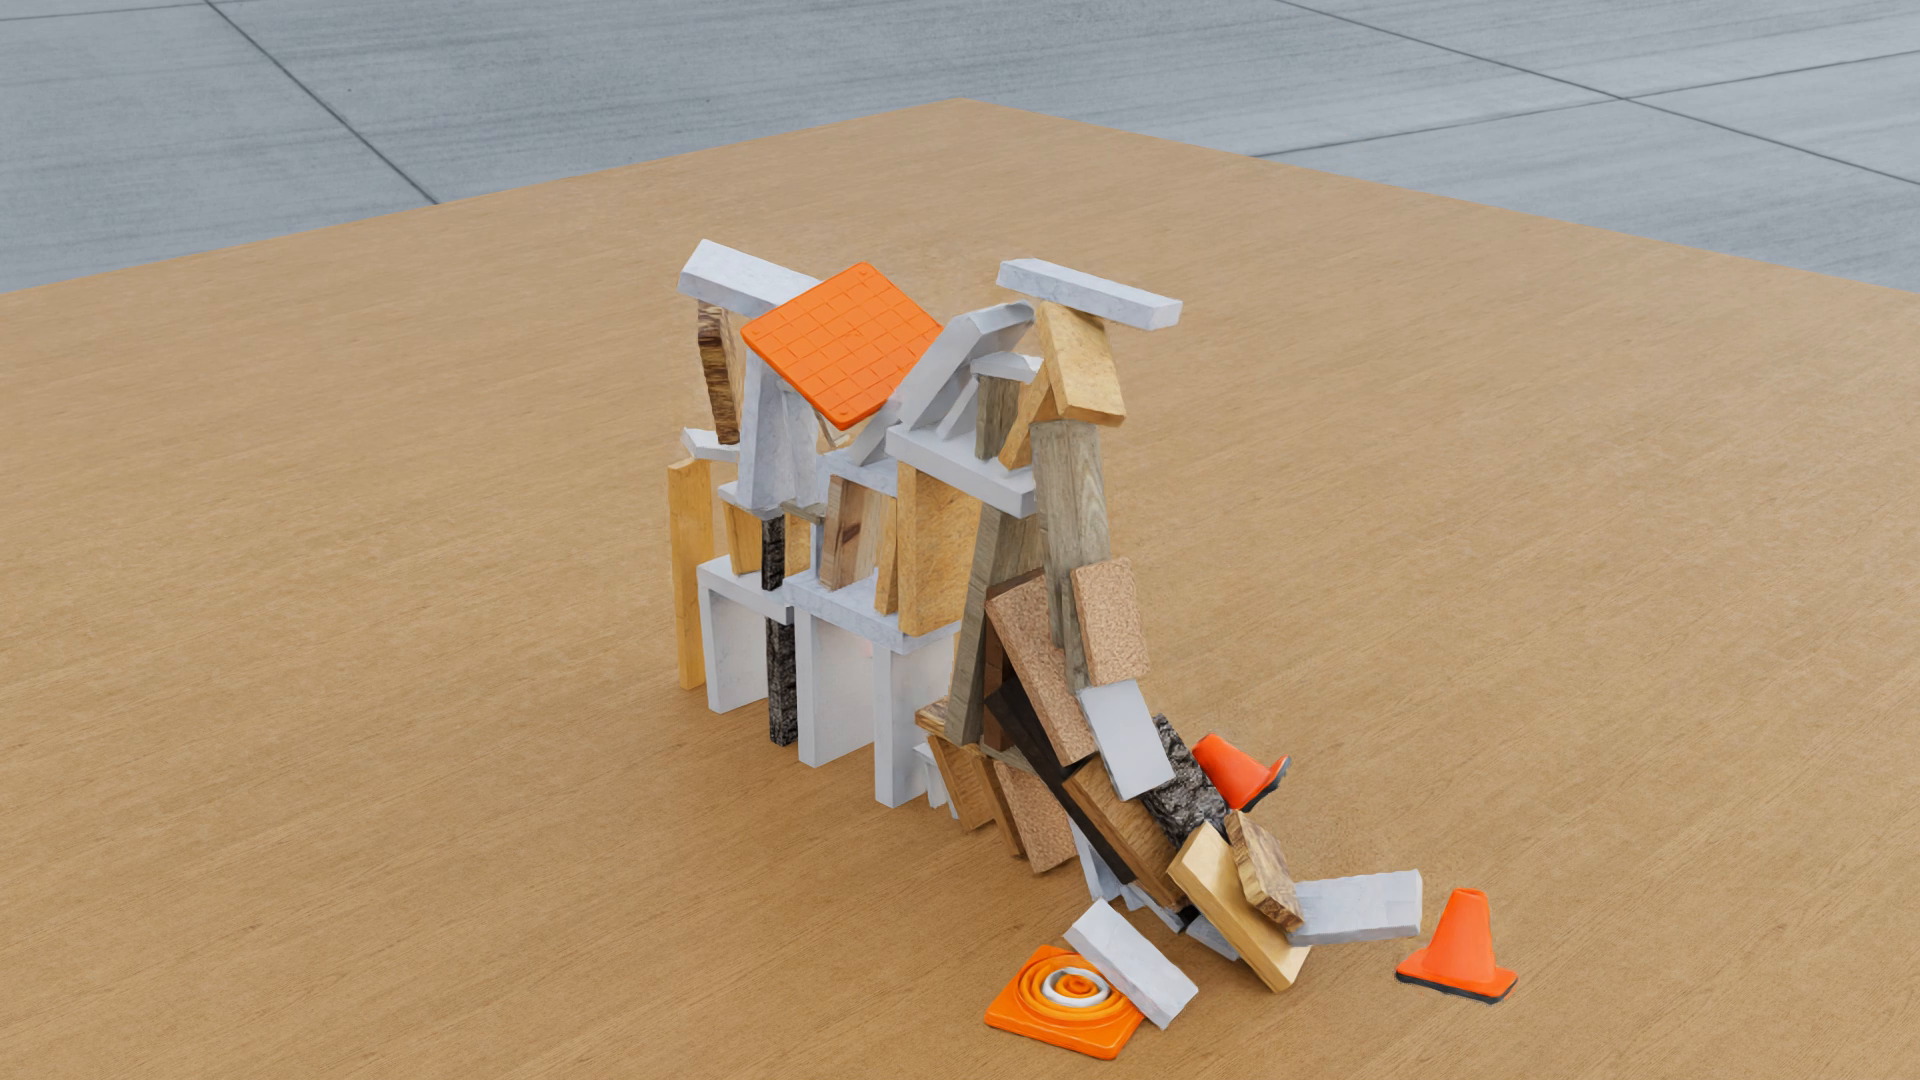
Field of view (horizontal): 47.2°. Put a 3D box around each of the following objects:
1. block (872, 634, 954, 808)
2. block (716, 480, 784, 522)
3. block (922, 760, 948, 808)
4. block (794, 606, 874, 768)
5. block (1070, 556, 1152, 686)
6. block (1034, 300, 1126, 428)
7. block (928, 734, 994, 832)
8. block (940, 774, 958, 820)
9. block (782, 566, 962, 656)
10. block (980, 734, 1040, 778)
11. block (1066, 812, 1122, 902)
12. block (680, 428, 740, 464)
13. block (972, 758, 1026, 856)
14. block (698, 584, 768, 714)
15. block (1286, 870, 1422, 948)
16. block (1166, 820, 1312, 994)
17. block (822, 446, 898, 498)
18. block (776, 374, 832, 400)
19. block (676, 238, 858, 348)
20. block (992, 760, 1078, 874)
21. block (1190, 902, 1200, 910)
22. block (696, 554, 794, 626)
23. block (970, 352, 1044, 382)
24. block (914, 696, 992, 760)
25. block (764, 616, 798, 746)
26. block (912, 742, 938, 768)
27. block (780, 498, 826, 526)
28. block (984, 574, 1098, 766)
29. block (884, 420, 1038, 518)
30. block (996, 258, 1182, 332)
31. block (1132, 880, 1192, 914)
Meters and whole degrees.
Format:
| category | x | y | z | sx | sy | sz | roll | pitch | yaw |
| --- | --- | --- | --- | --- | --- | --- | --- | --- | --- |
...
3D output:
| category | x | y | z | sx | sy | sz | roll | pitch | yaw |
| --- | --- | --- | --- | --- | --- | --- | --- | --- | --- |
| block | -0.093 | 0.350 | 4.478 | 0.051 | 0.358 | 0.179 | 21 | 30 | 40 |
| block | -0.430 | -0.087 | 4.642 | 0.081 | 0.023 | 0.163 | -20 | 33 | -39 |
| block | -0.047 | 0.489 | 4.478 | 0.050 | 0.101 | 0.014 | -21 | 17 | -41 |
| block | -0.260 | 0.284 | 4.633 | 0.051 | 0.358 | 0.179 | 21 | 31 | 41 |
| block | 0.268 | 0.145 | 3.921 | 0.106 | 0.212 | 0.030 | -12 | 4 | -18 |
| block | 0.211 | -0.309 | 3.859 | 0.118 | 0.034 | 0.237 | 9 | 51 | -27 |
| block | 0.015 | 0.470 | 4.409 | 0.101 | 0.202 | 0.029 | -21 | -1 | -41 |
| block | -0.005 | 0.507 | 4.440 | 0.050 | 0.101 | 0.014 | -21 | 8 | -41 |
| block | -0.176 | 0.129 | 4.475 | 0.358 | 0.051 | 0.179 | 21 | 31 | 41 |
| block | 0.159 | 0.406 | 4.207 | 0.115 | 0.033 | 0.229 | -21 | 29 | -40 |
| block | 0.270 | 0.558 | 4.161 | 0.115 | 0.230 | 0.033 | -21 | 7 | -40 |
| block | -0.508 | -0.204 | 4.863 | 0.198 | 0.028 | 0.099 | 6 | 24 | -29 |
| block | 0.105 | 0.509 | 4.326 | 0.101 | 0.202 | 0.029 | -21 | -2 | -41 |
| block | -0.494 | 0.221 | 4.857 | 0.148 | 0.296 | 0.042 | -19 | 25 | -37 |
| block | 0.698 | 0.653 | 3.894 | 0.233 | 0.033 | 0.117 | -11 | 42 | 24 |
| block | 0.501 | 0.654 | 3.920 | 0.292 | 0.041 | 0.146 | 48 | 33 | -1 |
| block | -0.141 | -0.136 | 4.342 | 0.247 | 0.035 | 0.124 | 21 | 28 | 40 |
| block | -0.316 | -0.309 | 4.443 | 0.103 | 0.015 | 0.051 | 20 | 30 | 34 |
| block | -0.390 | -0.505 | 4.490 | 0.342 | 0.048 | 0.171 | 20 | 31 | -1 |
| block | 0.154 | 0.517 | 4.269 | 0.115 | 0.230 | 0.033 | -21 | 0 | -40 |
| block | 0.470 | 0.678 | 4.067 | 0.103 | 0.015 | 0.052 | 38 | 43 | 19 |
| block | -0.414 | 0.097 | 4.718 | 0.148 | 0.042 | 0.296 | -21 | 31 | -40 |
| block | 0.105 | -0.314 | 3.992 | 0.161 | 0.023 | 0.081 | 14 | 25 | 42 |
| block | 0.016 | 0.372 | 4.368 | 0.101 | 0.029 | 0.202 | -21 | 32 | -40 |
| block | -0.343 | 0.281 | 4.719 | 0.148 | 0.296 | 0.042 | -21 | 31 | -40 |
| block | -0.043 | 0.438 | 4.452 | 0.101 | 0.014 | 0.050 | 25 | 33 | 39 |
| block | -0.306 | -0.061 | 4.526 | 0.121 | 0.017 | 0.060 | 21 | 31 | 40 |
| block | 0.191 | 0.228 | 4.023 | 0.165 | 0.330 | 0.047 | -25 | -4 | -24 |
| block | 0.046 | -0.148 | 4.115 | 0.177 | 0.050 | 0.355 | -21 | 36 | -41 |
| block | 0.233 | -0.444 | 3.957 | 0.301 | 0.043 | 0.150 | 19 | 17 | 20 |
| block | 0.371 | 0.628 | 4.073 | 0.144 | 0.020 | 0.072 | 32 | 45 | 32 |
